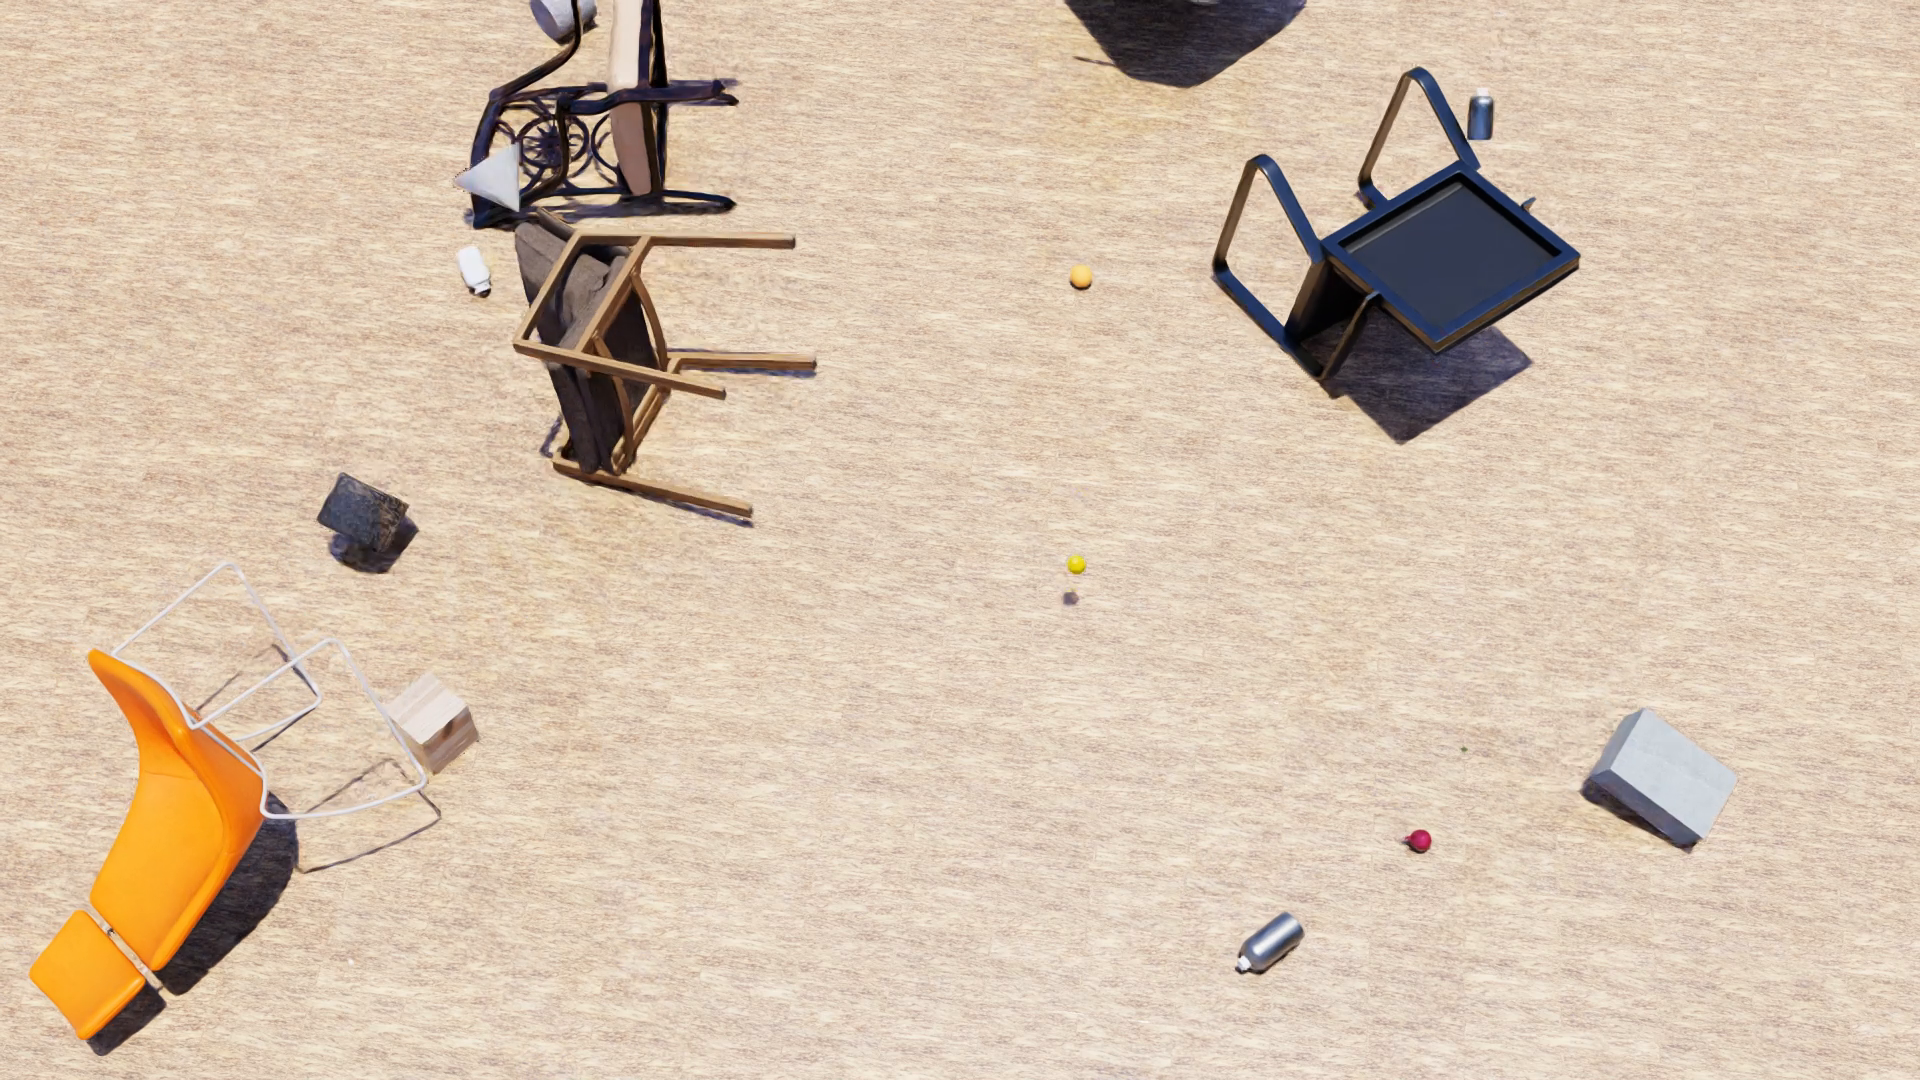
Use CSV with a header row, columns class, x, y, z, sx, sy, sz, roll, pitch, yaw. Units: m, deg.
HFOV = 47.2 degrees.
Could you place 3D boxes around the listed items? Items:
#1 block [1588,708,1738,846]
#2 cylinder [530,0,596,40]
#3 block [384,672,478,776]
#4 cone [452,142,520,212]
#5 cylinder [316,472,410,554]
class,x,y,z,sx,sy,sz,roll,pitch,yaw
block,1.917,0.646,5.993,0.315,0.121,0.212,37,69,0
cylinder,-1.394,-1.872,7.732,0.164,0.162,0.171,-36,57,-22
block,-1.469,0.511,6.113,0.161,0.190,0.165,37,64,21
cone,-1.484,-1.143,7.134,0.264,0.194,0.189,-30,99,9
cylinder,-1.752,-0.080,6.450,0.220,0.235,0.160,25,85,8
